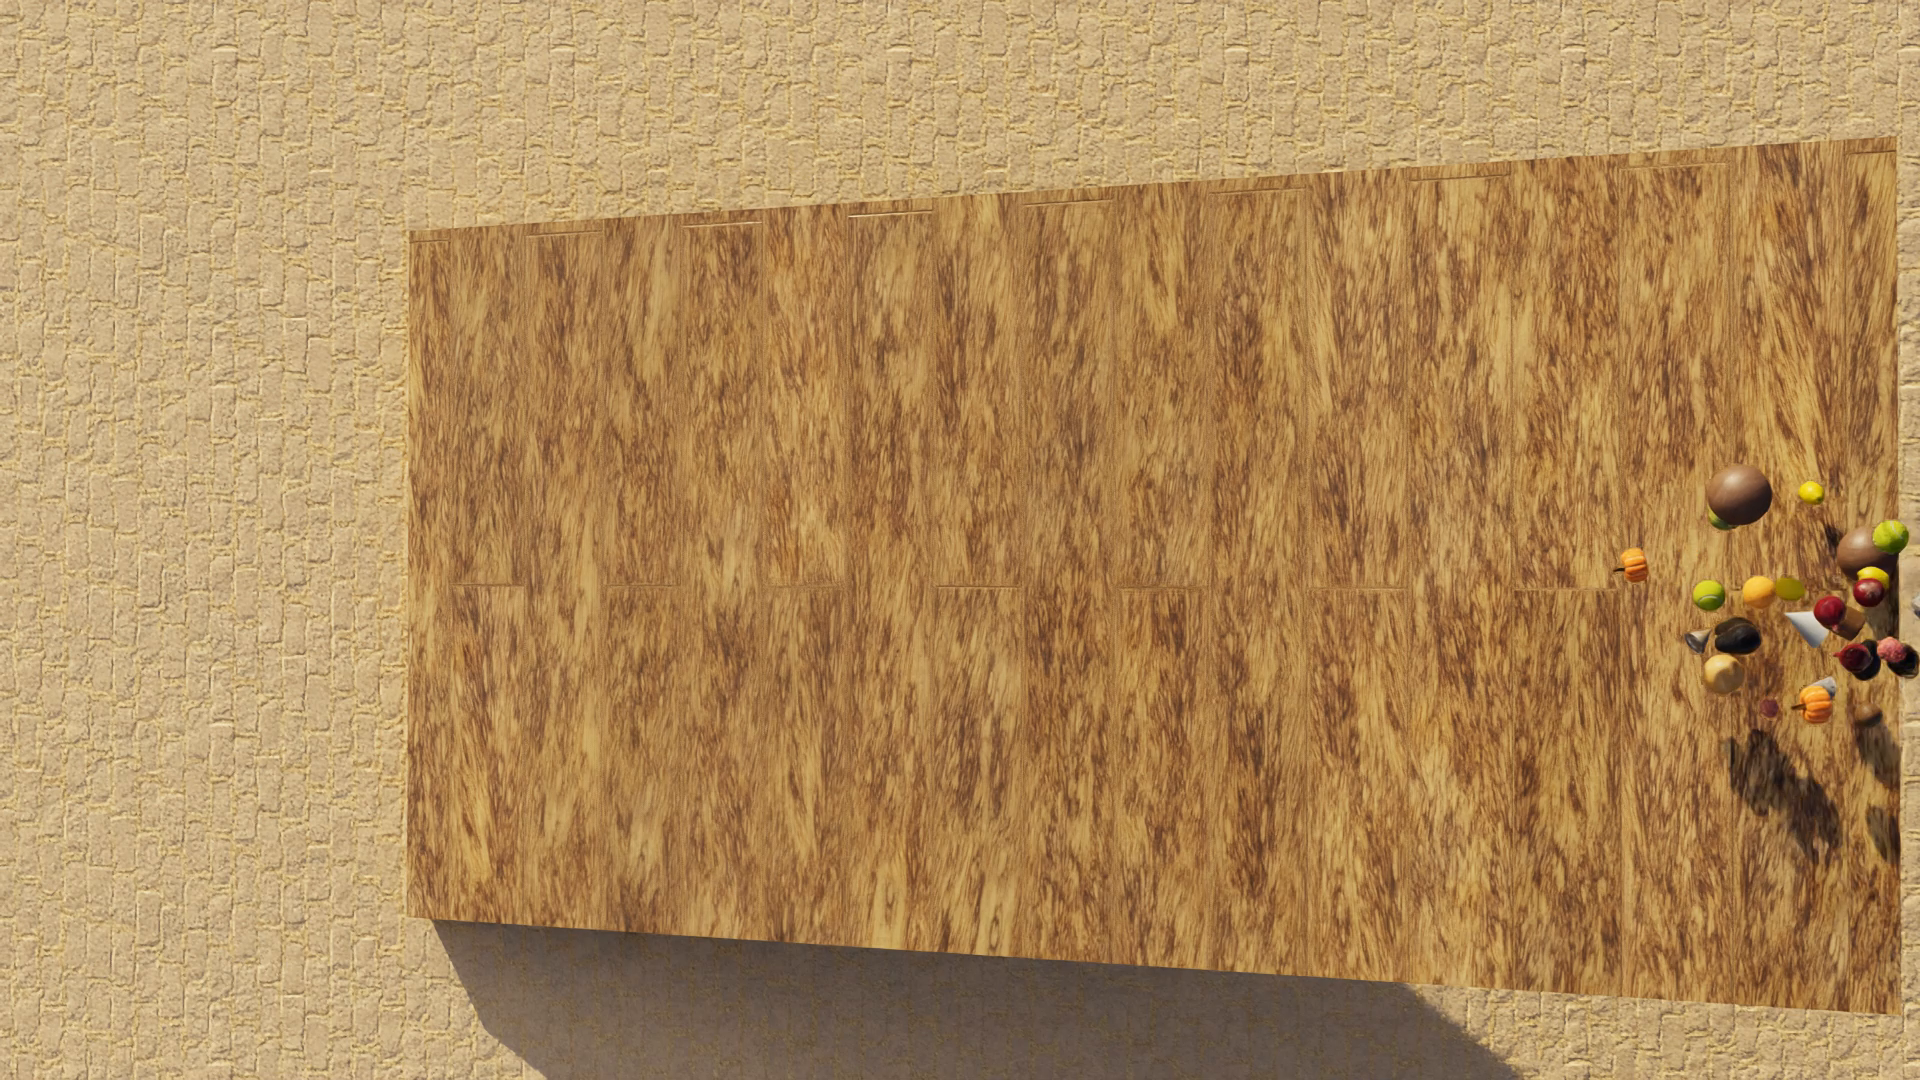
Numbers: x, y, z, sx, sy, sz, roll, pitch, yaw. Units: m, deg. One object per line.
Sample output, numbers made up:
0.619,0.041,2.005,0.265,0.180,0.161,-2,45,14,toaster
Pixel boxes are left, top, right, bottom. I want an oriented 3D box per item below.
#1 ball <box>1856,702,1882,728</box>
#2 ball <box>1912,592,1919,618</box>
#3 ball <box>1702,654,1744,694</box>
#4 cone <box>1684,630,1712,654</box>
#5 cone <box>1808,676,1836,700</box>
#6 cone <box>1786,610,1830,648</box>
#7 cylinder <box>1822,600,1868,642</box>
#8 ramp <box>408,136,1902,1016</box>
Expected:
1.828,0.352,4.421,0.051,0.051,0.051,0,89,0,ball
1.779,0.120,4.043,0.054,0.054,0.054,0,89,0,ball
1.745,0.307,5.030,0.091,0.091,0.091,0,89,0,ball
1.675,0.217,4.956,0.057,0.057,0.057,-36,89,-13,cone
1.773,0.305,4.543,0.051,0.051,0.051,6,89,-13,cone
1.892,0.183,4.940,0.092,0.092,0.092,23,89,-2,cone
1.776,0.162,4.416,0.062,0.062,0.062,32,89,10,cylinder
0.281,0.089,5.753,4.000,0.100,2.000,0,89,21,ramp
